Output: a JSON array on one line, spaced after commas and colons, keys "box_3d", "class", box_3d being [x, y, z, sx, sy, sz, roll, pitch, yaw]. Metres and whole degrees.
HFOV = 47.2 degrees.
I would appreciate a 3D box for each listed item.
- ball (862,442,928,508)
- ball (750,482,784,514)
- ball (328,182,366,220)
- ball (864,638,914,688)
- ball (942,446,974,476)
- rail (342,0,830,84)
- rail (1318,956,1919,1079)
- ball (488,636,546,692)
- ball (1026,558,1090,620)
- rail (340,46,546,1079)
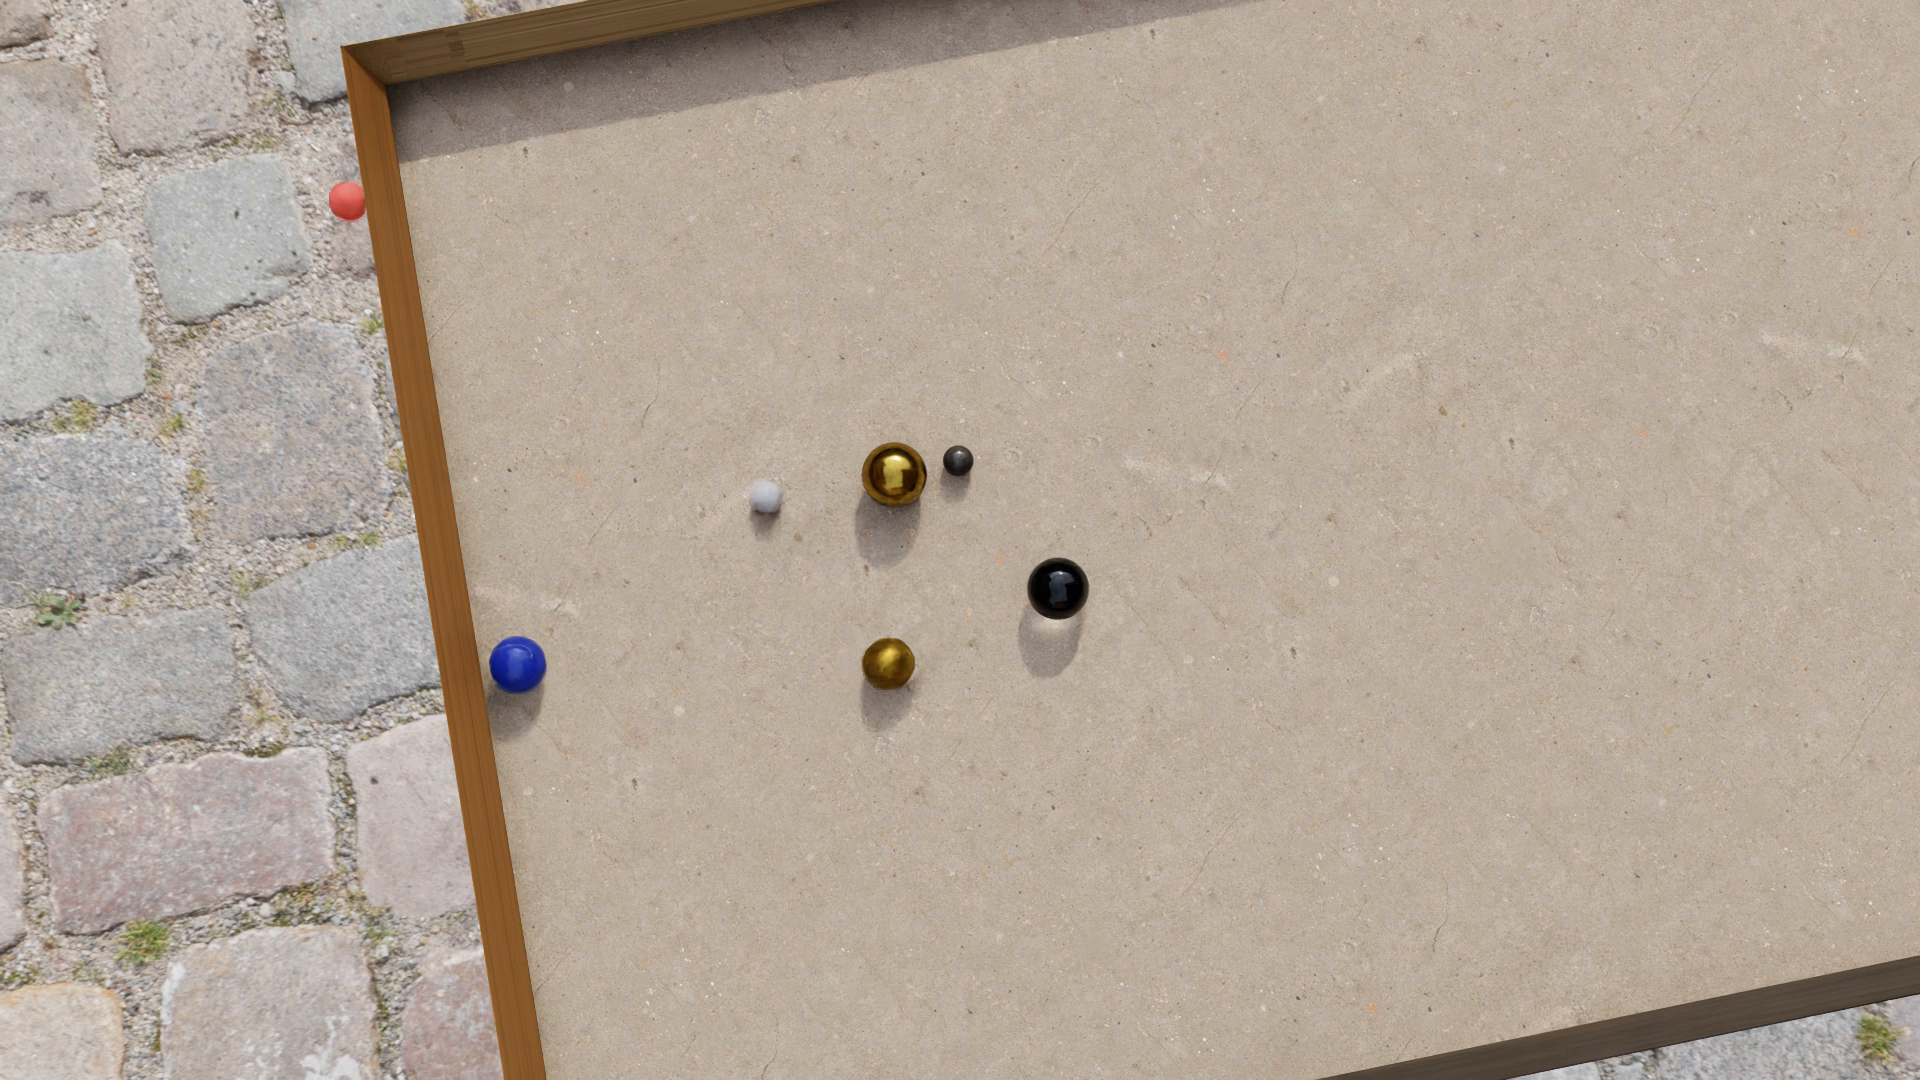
[{"box_3d": [-0.098, -0.097, 3.288, 0.098, 0.098, 0.098, 0, 80, 0], "class": "ball"}, {"box_3d": [-0.290, -0.064, 3.307, 0.048, 0.048, 0.048, 0, 80, 0], "class": "ball"}, {"box_3d": [-1.038, -0.576, 3.733, 0.066, 0.066, 0.066, 0, 80, 0], "class": "ball"}, {"box_3d": [-0.105, 0.182, 3.249, 0.077, 0.077, 0.077, 0, 80, 0], "class": "ball"}, {"box_3d": [-0.003, -0.120, 3.318, 0.047, 0.047, 0.047, 0, 80, 0], "class": "ball"}, {"box_3d": [0.586, -1.011, 3.434, 3.096, 0.128, 0.045, -11, 80, -2], "class": "rail"}, {"box_3d": [0.933, 0.703, 3.129, 3.096, 0.128, 0.045, -11, 80, -2], "class": "rail"}, {"box_3d": [-0.652, 0.183, 3.245, 0.084, 0.084, 0.084, 0, 80, 0], "class": "ball"}, {"box_3d": [0.145, 0.072, 3.260, 0.093, 0.093, 0.093, 0, 80, 0], "class": "ball"}, {"box_3d": [-0.736, 0.140, 3.229, 0.045, 0.128, 1.823, -11, 80, -2], "class": "rail"}]
